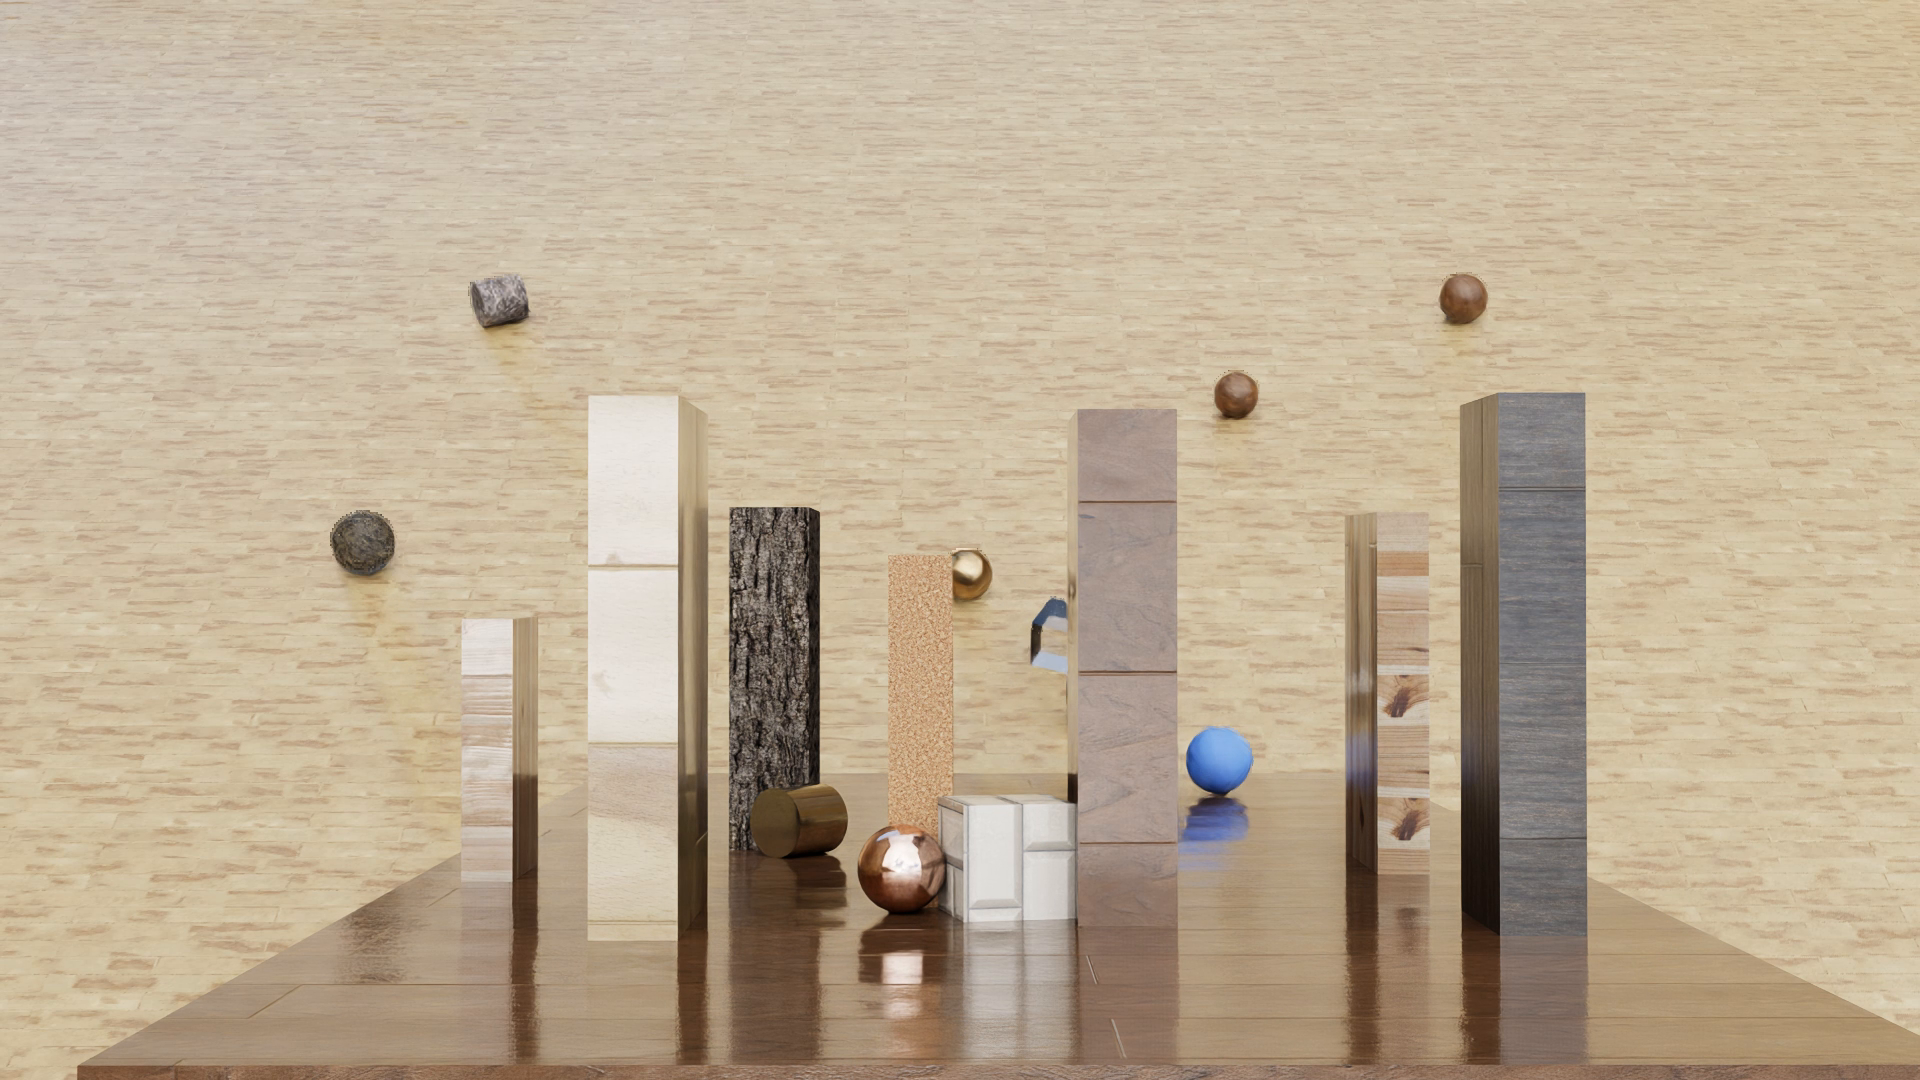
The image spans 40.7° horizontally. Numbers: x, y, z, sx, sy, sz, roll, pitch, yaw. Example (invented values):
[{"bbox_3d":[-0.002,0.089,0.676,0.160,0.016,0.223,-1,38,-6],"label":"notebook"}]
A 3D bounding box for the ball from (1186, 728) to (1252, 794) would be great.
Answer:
[{"bbox_3d":[0.609,0.519,6.106,0.155,0.155,0.155,0,32,0],"label":"ball"}]

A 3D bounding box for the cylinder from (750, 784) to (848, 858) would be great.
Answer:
[{"bbox_3d":[-0.296,0.516,4.764,0.127,0.127,0.127,28,17,37],"label":"cylinder"}]

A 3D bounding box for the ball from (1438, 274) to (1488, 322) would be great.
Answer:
[{"bbox_3d":[1.754,-0.841,9.026,0.169,0.169,0.169,0,32,0],"label":"ball"}]

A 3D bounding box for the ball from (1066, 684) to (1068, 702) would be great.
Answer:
[{"bbox_3d":[0.359,0.414,7.049,0.145,0.145,0.145,0,32,0],"label":"ball"}]

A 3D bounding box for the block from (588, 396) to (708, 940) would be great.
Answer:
[{"bbox_3d":[-0.461,0.183,3.876,0.127,0.768,0.439,0,-1,0],"label":"block"}]

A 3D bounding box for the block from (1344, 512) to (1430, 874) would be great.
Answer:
[{"bbox_3d":[0.763,0.265,4.644,0.089,0.623,0.372,0,-1,0],"label":"block"}]

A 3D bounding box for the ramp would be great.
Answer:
[{"bbox_3d":[0.071,0.628,4.723,2.000,0.100,4.000,0,-1,0],"label":"ramp"}]

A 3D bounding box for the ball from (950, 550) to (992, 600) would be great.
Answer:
[{"bbox_3d":[0.020,0.102,7.542,0.150,0.150,0.150,0,32,0],"label":"ball"}]

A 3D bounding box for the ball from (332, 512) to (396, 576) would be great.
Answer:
[{"bbox_3d":[-1.761,0.011,7.655,0.185,0.185,0.185,0,32,0],"label":"ball"}]

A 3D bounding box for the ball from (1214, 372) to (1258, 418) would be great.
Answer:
[{"bbox_3d":[0.902,-0.474,8.461,0.147,0.147,0.147,0,32,0],"label":"ball"}]

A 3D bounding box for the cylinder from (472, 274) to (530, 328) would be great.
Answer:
[{"bbox_3d":[-1.600,-0.831,9.020,0.156,0.156,0.156,-15,35,-23],"label":"cylinder"}]

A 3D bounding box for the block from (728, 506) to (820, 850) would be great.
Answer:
[{"bbox_3d":[-0.358,0.262,5.048,0.150,0.642,0.384,0,-1,0],"label":"block"}]

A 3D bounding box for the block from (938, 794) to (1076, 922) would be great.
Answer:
[{"bbox_3d":[0.069,0.482,3.948,0.172,0.172,0.172,0,-1,-13],"label":"block"}]

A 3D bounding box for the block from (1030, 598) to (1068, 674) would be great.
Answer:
[{"bbox_3d":[0.292,0.272,7.280,0.140,0.140,0.140,13,35,20],"label":"block"}]

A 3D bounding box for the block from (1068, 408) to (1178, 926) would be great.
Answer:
[{"bbox_3d":[0.246,0.189,3.985,0.146,0.759,0.364,0,-1,0],"label":"block"}]

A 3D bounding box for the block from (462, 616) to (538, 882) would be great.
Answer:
[{"bbox_3d":[-0.795,0.355,4.485,0.086,0.441,0.264,0,-1,0],"label":"block"}]

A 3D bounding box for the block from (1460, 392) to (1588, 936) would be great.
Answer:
[{"bbox_3d":[0.832,0.179,3.842,0.125,0.775,0.285,0,-1,0],"label":"block"}]

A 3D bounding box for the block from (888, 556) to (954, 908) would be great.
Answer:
[{"bbox_3d":[-0.061,0.298,4.173,0.100,0.545,0.306,0,-1,0],"label":"block"}]

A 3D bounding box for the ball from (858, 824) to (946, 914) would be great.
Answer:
[{"bbox_3d":[-0.089,0.500,3.950,0.135,0.135,0.135,0,32,0],"label":"ball"}]
